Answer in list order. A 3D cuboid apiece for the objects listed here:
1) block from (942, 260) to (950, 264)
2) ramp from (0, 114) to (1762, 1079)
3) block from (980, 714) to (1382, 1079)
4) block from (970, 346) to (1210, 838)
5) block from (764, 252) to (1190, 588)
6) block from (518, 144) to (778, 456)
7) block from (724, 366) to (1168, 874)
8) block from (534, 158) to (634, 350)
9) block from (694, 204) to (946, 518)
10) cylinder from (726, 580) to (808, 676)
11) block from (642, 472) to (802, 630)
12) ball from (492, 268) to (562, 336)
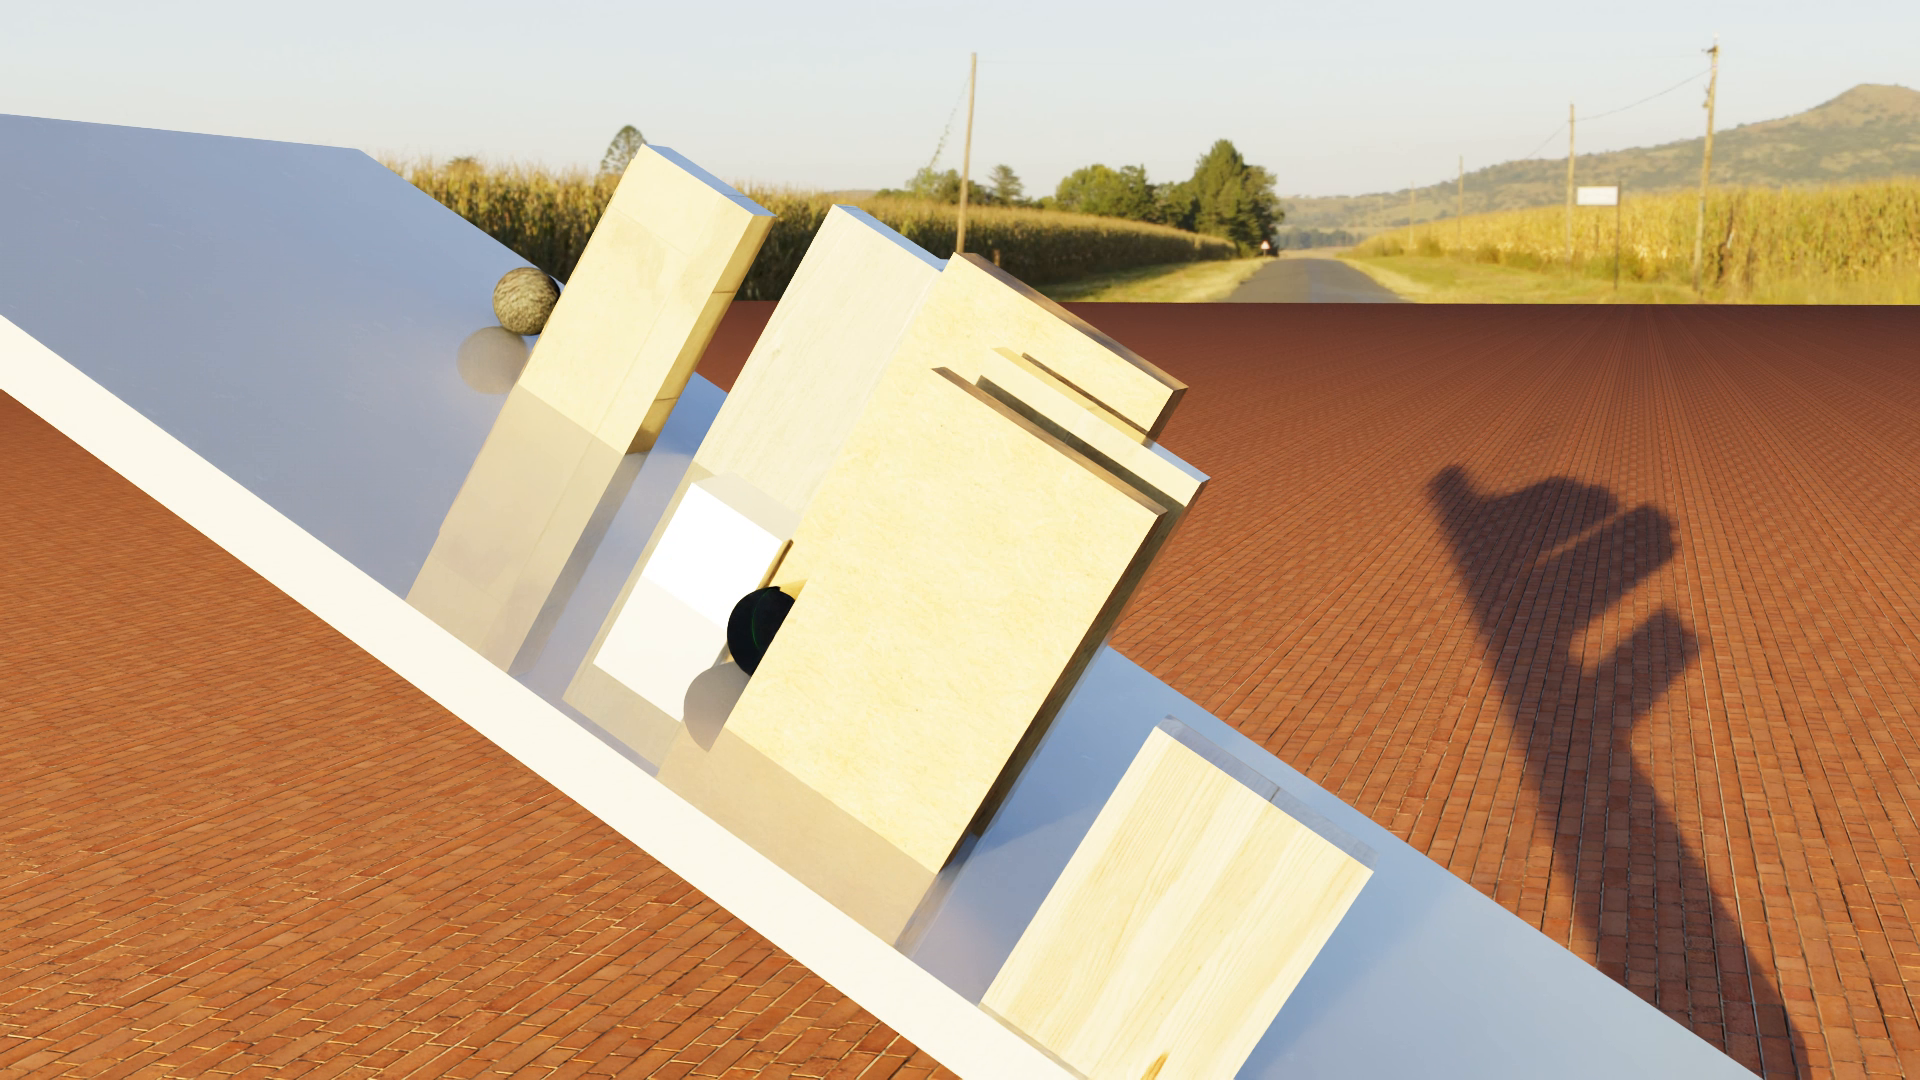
[{"bbox_3d":[-0.007,-0.275,4.922,0.422,0.564,0.142,33,15,11],"label":"block"},{"bbox_3d":[-0.166,0.274,4.119,4.000,0.100,2.000,33,15,11],"label":"ramp"},{"bbox_3d":[0.300,0.536,3.028,0.343,0.474,0.092,33,15,11],"label":"block"},{"bbox_3d":[0.053,0.087,3.591,0.399,0.693,0.089,33,15,11],"label":"block"},{"bbox_3d":[0.000,-0.052,3.801,0.438,0.766,0.134,33,15,11],"label":"block"},{"bbox_3d":[-0.628,-0.480,4.410,0.271,0.552,0.126,33,15,11],"label":"block"},{"bbox_3d":[-0.029,0.124,3.373,0.409,0.660,0.080,33,15,11],"label":"block"},{"bbox_3d":[-0.668,-0.536,4.686,0.272,0.466,0.138,33,15,11],"label":"block"},{"bbox_3d":[-0.244,-0.336,4.561,0.353,0.615,0.137,33,15,11],"label":"block"},{"bbox_3d":[-0.293,0.153,3.757,0.158,0.158,0.158,2,6,20],"label":"cylinder"},{"bbox_3d":[-0.407,0.019,3.912,0.191,0.191,0.191,33,15,9],"label":"block"},{"bbox_3d":[-0.929,-0.513,4.730,0.148,0.148,0.148,0,7,0],"label":"ball"}]
